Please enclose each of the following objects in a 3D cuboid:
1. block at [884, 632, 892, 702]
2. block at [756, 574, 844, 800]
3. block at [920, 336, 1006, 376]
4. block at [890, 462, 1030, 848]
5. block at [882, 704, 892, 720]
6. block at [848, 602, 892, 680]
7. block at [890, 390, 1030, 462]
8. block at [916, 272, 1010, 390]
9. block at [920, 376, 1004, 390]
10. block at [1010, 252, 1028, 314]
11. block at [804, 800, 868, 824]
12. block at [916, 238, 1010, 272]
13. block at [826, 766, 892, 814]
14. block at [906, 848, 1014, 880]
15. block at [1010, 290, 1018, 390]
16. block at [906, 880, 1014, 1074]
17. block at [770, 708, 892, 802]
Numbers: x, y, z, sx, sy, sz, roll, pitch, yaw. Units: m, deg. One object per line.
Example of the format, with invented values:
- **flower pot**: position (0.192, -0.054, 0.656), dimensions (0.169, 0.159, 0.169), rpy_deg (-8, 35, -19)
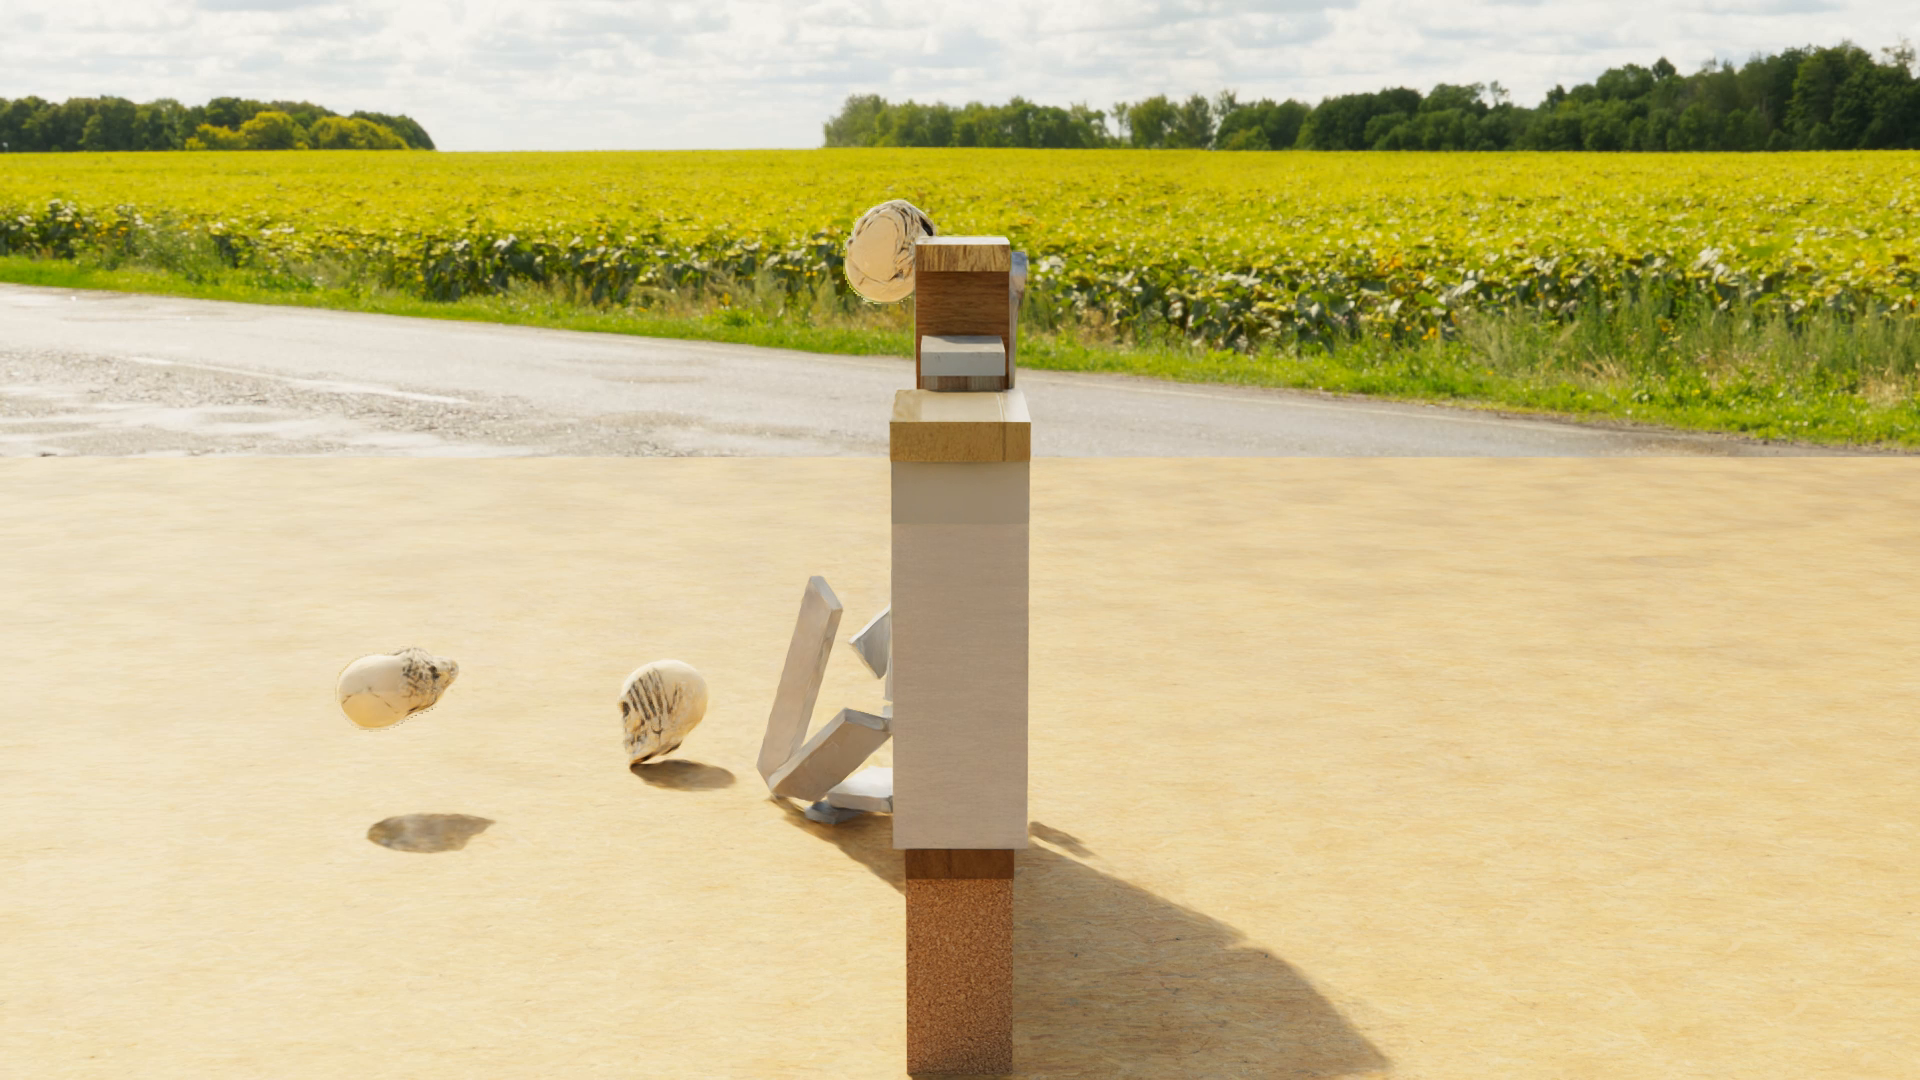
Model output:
- **block**: position (-0.024, 0.003, 4.062), dimensions (0.165, 0.605, 0.047), rpy_deg (6, 1, -30)
- **block**: position (-0.300, 0.278, 4.063), dimensions (0.025, 0.497, 0.089), rpy_deg (-10, 46, -32)
- **block**: position (0.003, -0.270, 3.203), dimensions (0.119, 0.034, 0.238), rpy_deg (0, 11, 0)
- **block**: position (0.000, 0.146, 2.859), dimensions (0.176, 0.518, 0.050), rpy_deg (0, 11, 0)
- **block**: position (-0.035, 0.348, 4.011), dimensions (0.102, 0.029, 0.204), rpy_deg (-18, -39, 43)
- **block**: position (-0.119, 0.170, 4.122), dimensions (0.177, 0.089, 0.025), rpy_deg (-42, 18, -22)
- **block**: position (0.000, -0.155, 2.923), dimensions (0.176, 0.050, 0.353), rpy_deg (0, 11, 0)
- **block**: position (0.004, -0.232, 3.383), dimensions (0.143, 0.364, 0.040), rpy_deg (0, 11, 0)
- **block**: position (0.004, -0.031, 3.170), dimensions (0.119, 0.422, 0.034), rpy_deg (0, 11, 0)
- **block**: position (0.017, -0.403, 3.903), dimensions (0.165, 0.047, 0.330), rpy_deg (0, -25, -5)
- **block**: position (-0.218, 0.498, 4.107), dimensions (0.070, 0.020, 0.140), rpy_deg (7, 13, 34)
- **block**: position (0.004, -0.447, 3.438), dimensions (0.143, 0.040, 0.285), rpy_deg (0, 10, 0)
- **block**: position (-0.144, 0.455, 4.012), dimensions (0.108, 0.031, 0.216), rpy_deg (-27, 12, -32)
- **block**: position (0.000, 0.399, 3.023), dimensions (0.143, 0.040, 0.285), rpy_deg (0, 11, 0)
- **block**: position (0.010, -0.274, 3.838), dimensions (0.165, 0.330, 0.047), rpy_deg (0, 27, -5)
- **block**: position (-0.001, 0.577, 2.960), dimensions (0.143, 0.285, 0.040), rpy_deg (0, 11, 0)
- **block**: position (-0.238, 0.398, 4.035), dimensions (0.102, 0.029, 0.291), rpy_deg (17, -40, -27)
